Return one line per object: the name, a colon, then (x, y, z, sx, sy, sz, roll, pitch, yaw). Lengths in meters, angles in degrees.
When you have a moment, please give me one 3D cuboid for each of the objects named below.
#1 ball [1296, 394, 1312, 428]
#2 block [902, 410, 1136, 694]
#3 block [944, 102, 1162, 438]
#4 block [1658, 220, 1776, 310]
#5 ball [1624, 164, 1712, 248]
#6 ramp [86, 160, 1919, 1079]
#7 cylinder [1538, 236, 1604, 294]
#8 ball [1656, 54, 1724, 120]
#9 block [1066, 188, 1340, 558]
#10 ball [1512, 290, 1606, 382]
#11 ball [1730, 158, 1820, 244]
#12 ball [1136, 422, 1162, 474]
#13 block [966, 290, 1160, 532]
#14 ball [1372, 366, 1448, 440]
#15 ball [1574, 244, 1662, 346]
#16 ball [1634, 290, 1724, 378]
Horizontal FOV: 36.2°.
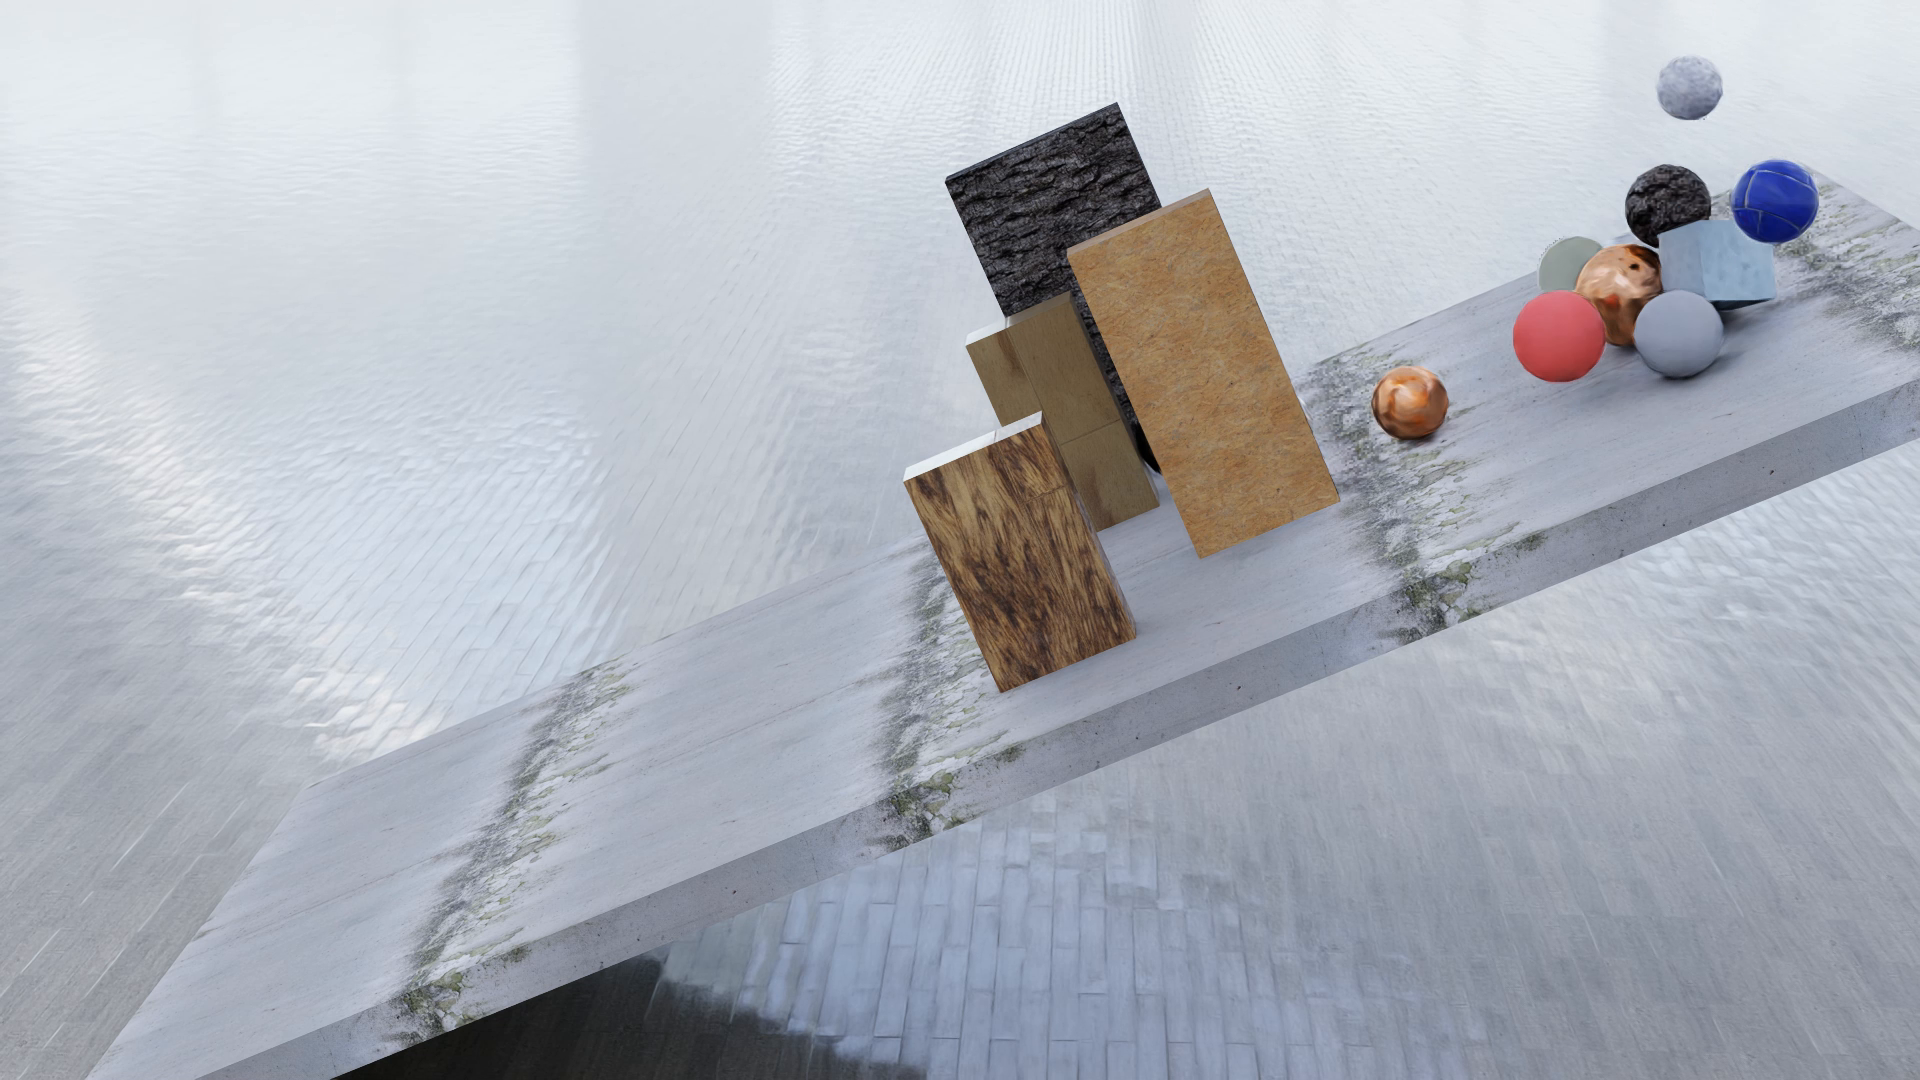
ball: (0.665, -0.244, 6.328, 0.183, 0.183, 0.183, 0, 15, 0)
block: (0.117, 0.024, 5.632, 0.284, 0.457, 0.109, -23, 13, 8)
block: (0.325, -0.570, 6.888, 0.434, 0.791, 0.097, -23, 13, 8)
block: (1.509, -0.547, 5.866, 0.159, 0.159, 0.159, -4, -3, -16)
ball: (1.447, -0.680, 6.011, 0.172, 0.172, 0.172, 0, 15, 0)
ramp: (0.132, 0.170, 6.284, 4.000, 0.100, 2.000, -23, 13, 8)
cylinder: (1.330, -0.553, 6.268, 0.158, 0.158, 0.158, 7, -3, 25)
ball: (1.420, -0.881, 5.726, 0.129, 0.129, 0.129, 0, 15, 0)
block: (0.489, -0.330, 5.885, 0.306, 0.673, 0.098, -23, 13, 8)
ball: (1.180, -0.400, 5.791, 0.181, 0.181, 0.181, 0, 15, 0)
ball: (1.558, -0.648, 5.624, 0.164, 0.164, 0.164, 0, 15, 0)
ball: (0.490, -0.235, 6.532, 0.199, 0.199, 0.199, 0, 15, 0)
block: (0.228, -0.265, 6.502, 0.247, 0.499, 0.132, -23, 13, 8)
ball: (0.927, -0.282, 6.057, 0.156, 0.156, 0.156, 0, 15, 0)
ball: (1.361, -0.501, 6.013, 0.210, 0.210, 0.210, 0, 15, 0)
ball: (1.380, -0.396, 5.650, 0.168, 0.168, 0.168, 0, 15, 0)
